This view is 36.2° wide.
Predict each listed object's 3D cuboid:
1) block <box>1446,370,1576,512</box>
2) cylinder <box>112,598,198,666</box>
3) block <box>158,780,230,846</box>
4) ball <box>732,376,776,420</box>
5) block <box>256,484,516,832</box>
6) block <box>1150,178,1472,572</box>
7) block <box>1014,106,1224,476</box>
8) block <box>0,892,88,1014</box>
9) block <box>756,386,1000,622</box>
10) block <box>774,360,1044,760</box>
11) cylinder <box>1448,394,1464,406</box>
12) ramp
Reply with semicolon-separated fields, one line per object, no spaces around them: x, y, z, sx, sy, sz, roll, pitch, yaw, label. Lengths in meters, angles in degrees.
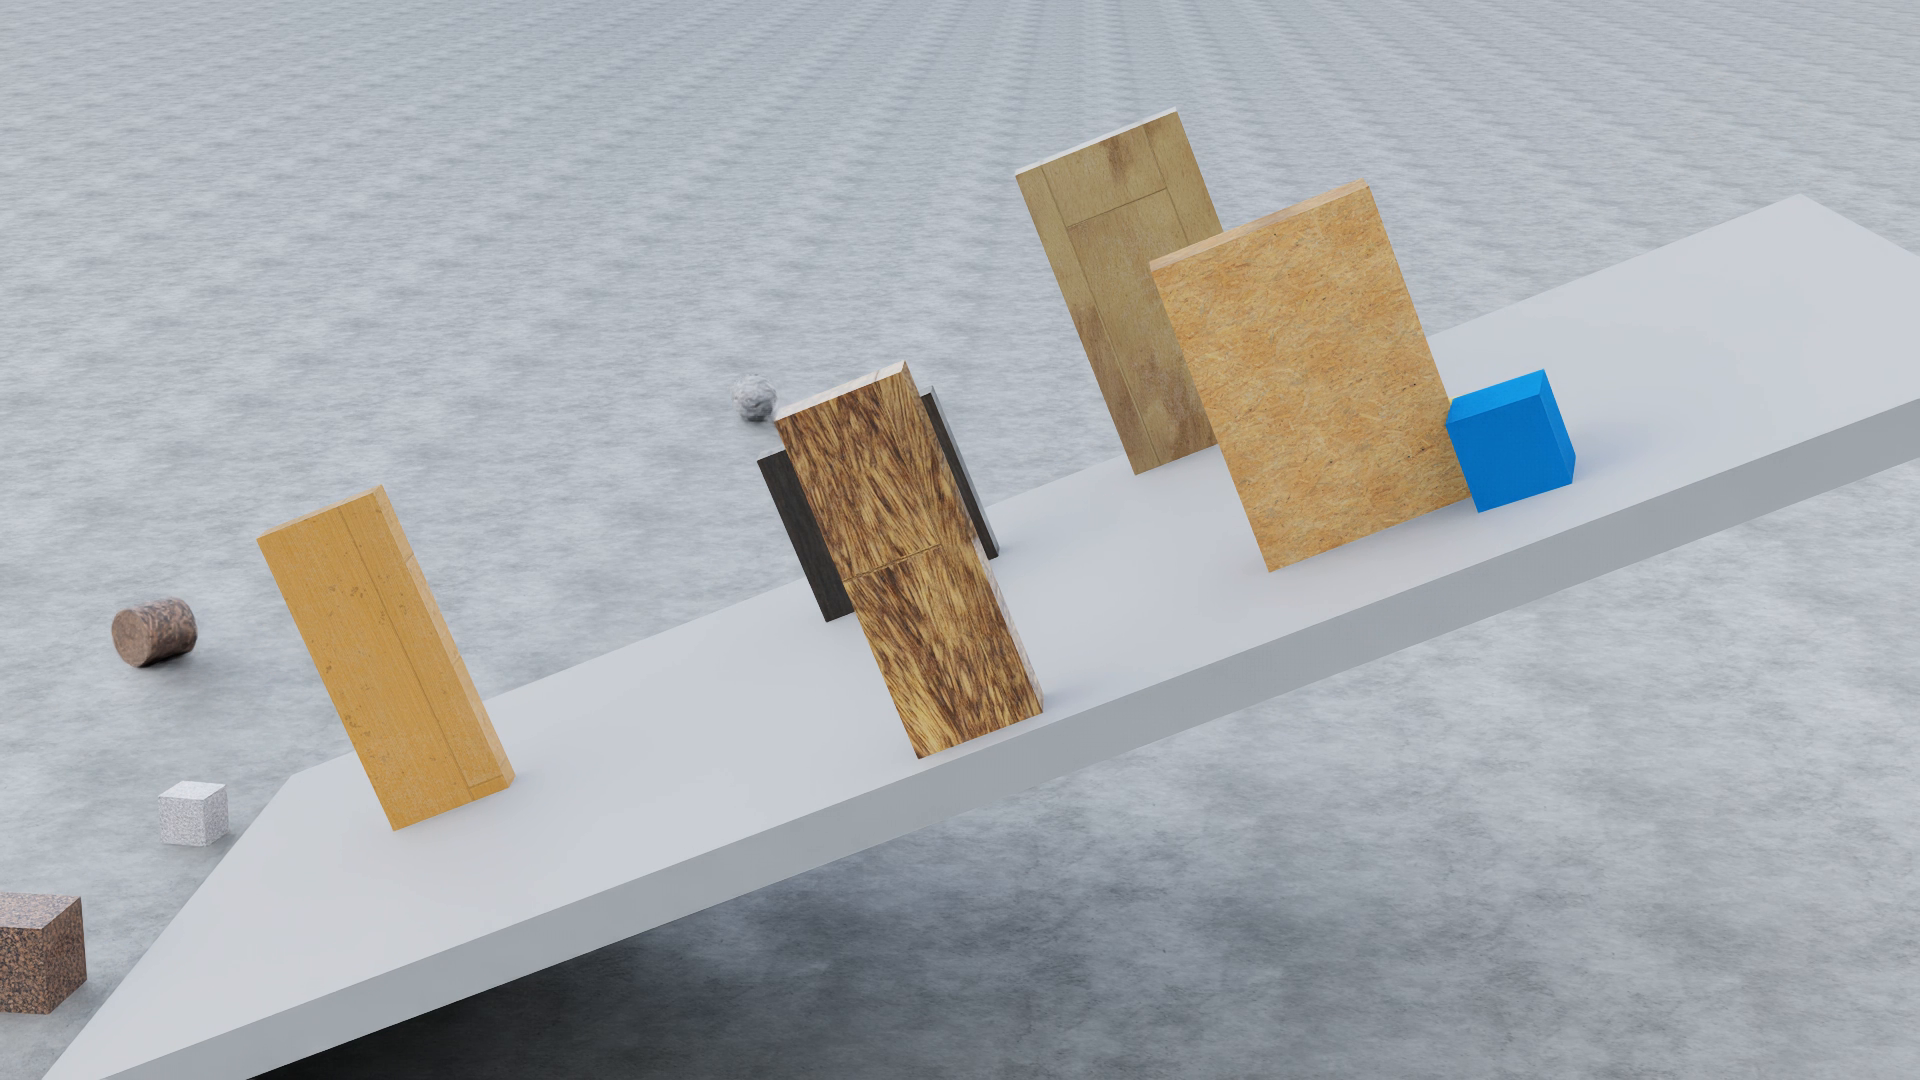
1.037;-0.187;5.528;0.181;0.181;0.181;-18;13;19;block
-2.418;0.276;8.831;0.176;0.176;0.176;10;17;36;cylinder
-1.904;0.680;7.312;0.122;0.122;0.122;3;14;13;block
-0.862;-0.597;12.324;0.189;0.189;0.189;0;14;0;ball
-1.253;0.261;6.439;0.280;0.715;0.083;-21;12;7;block
0.682;-0.314;5.645;0.436;0.629;0.133;-21;12;7;block
0.456;-0.580;6.885;0.399;0.762;0.105;-21;12;7;block
-2.017;0.887;6.327;0.194;0.194;0.194;2;14;8;block
-0.185;-0.082;6.731;0.427;0.410;0.091;-21;12;7;block
-0.088;0.038;5.381;0.247;0.682;0.117;-21;12;7;block
1.029;-0.220;5.775;0.146;0.146;0.146;-12;3;41;cylinder
0.124;0.173;6.290;4.000;0.100;2.000;-21;12;7;ramp
